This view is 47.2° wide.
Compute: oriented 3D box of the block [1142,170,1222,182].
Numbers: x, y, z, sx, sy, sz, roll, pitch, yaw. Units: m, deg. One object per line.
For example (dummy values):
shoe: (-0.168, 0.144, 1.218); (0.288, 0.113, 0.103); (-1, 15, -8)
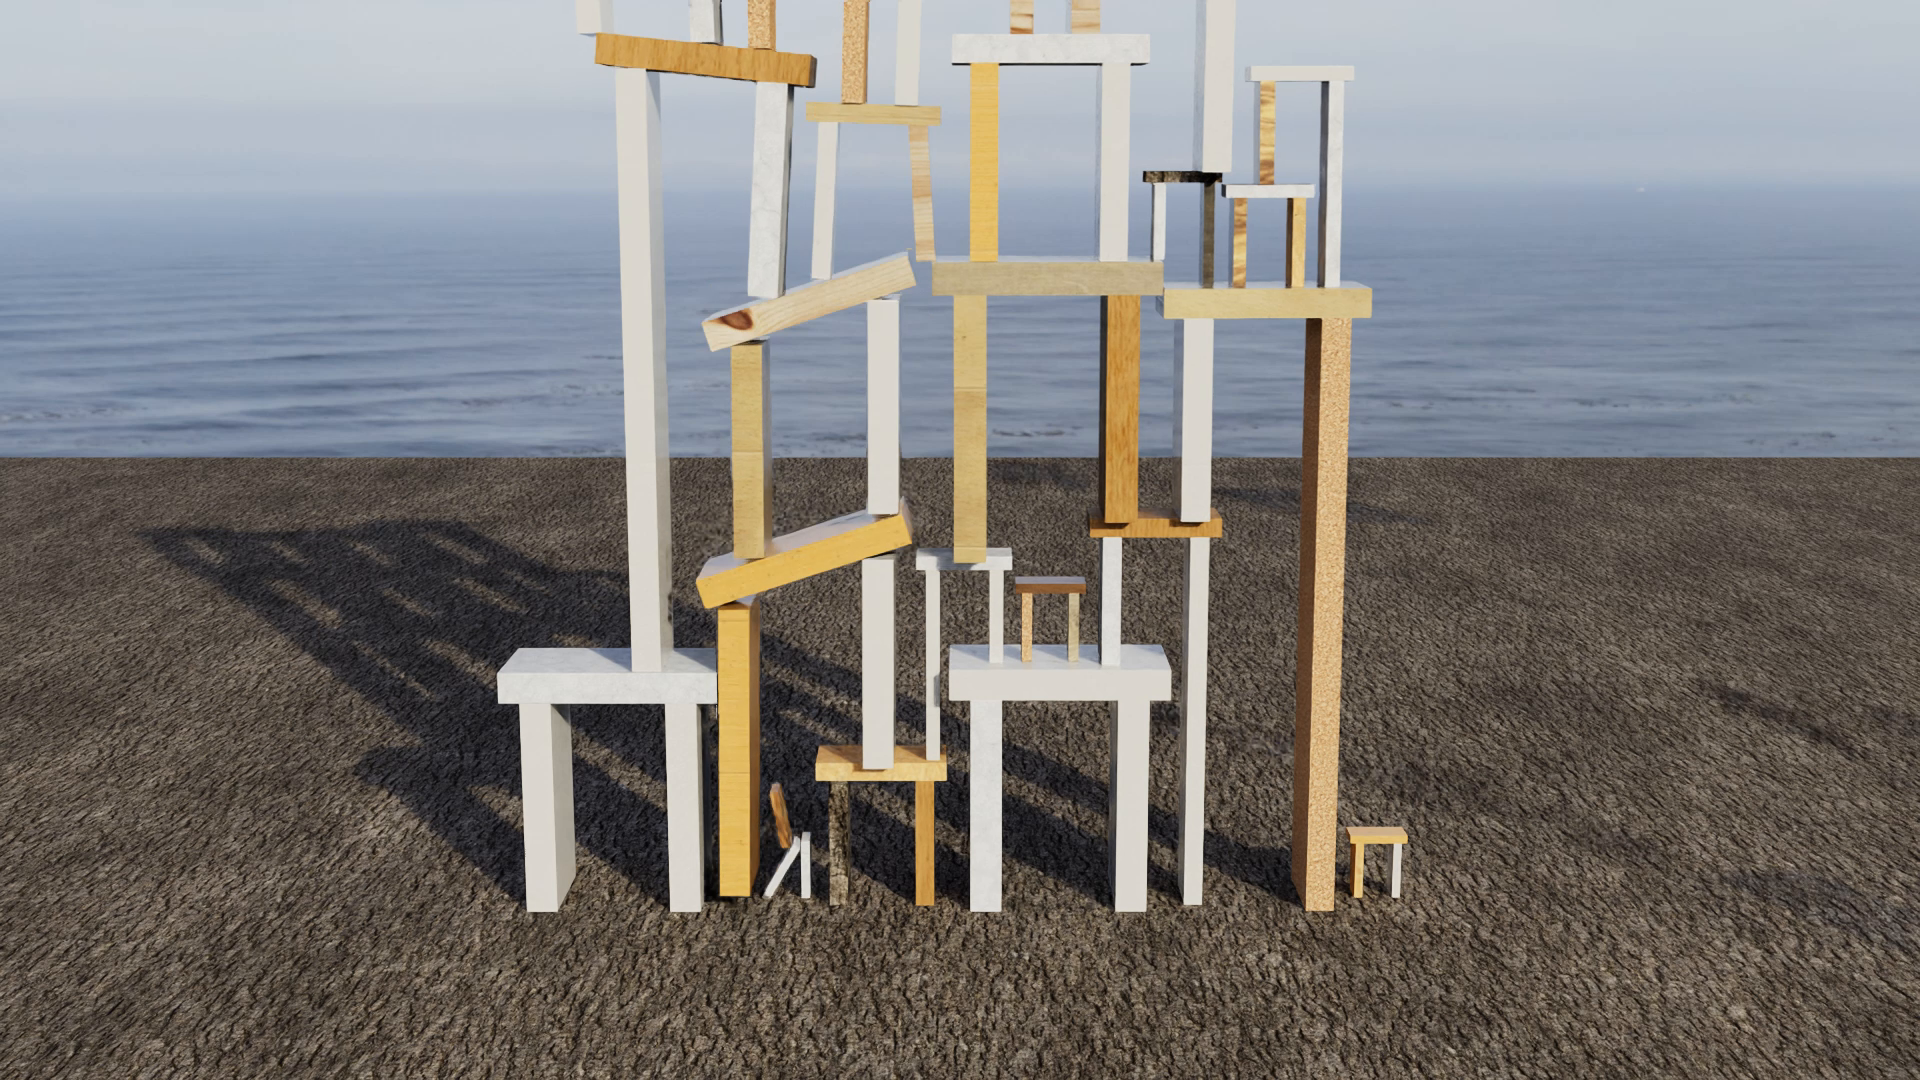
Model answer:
block: (0.350, -0.571, 3.457); (0.120, 0.017, 0.060); (0, 11, 0)

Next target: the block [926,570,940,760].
block: (-0.044, 0.197, 3.593); (0.022, 0.316, 0.077); (0, 11, 0)

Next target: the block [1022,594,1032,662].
block: (0.109, 0.136, 3.584); (0.016, 0.113, 0.057); (0, 11, 0)

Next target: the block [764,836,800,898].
block: (-0.295, 0.544, 3.664); (0.014, 0.098, 0.049); (30, 9, -5)

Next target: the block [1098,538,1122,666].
block: (0.243, 0.089, 3.575); (0.030, 0.210, 0.105); (0, 11, 0)

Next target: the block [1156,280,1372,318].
block: (0.478, -0.382, 3.487); (0.321, 0.046, 0.161); (0, 11, 0)

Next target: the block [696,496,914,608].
block: (-0.247, 0.019, 3.557); (0.344, 0.049, 0.172); (-18, 10, 3)

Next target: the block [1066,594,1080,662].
block: (0.184, 0.136, 3.583); (0.016, 0.113, 0.057); (0, 11, 0)

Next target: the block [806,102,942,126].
block: (-0.133, -0.665, 3.434); (0.207, 0.029, 0.103); (2, 10, 0)

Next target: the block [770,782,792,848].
block: (-0.296, 0.456, 3.644); (0.014, 0.098, 0.049); (-10, 12, 3)

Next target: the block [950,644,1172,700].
block: (0.160, 0.216, 3.603); (0.355, 0.050, 0.177); (0, 11, 0)

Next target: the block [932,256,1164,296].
block: (0.135, -0.420, 3.481); (0.357, 0.051, 0.179); (0, 11, 0)

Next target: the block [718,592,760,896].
block: (-0.362, 0.331, 3.619); (0.049, 0.474, 0.172); (1, 9, 0)

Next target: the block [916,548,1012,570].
block: (0.007, 0.031, 3.562); (0.154, 0.022, 0.077); (0, 11, 0)

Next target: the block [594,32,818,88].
block: (-0.391, -0.745, 3.421); (0.326, 0.046, 0.163); (6, 10, -1)

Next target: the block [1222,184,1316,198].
block: (0.483, -0.549, 3.456); (0.138, 0.020, 0.069); (0, 11, 0)

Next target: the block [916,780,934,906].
block: (-0.057, 0.486, 3.646); (0.030, 0.212, 0.106); (0, 11, 0)

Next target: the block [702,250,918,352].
block: (-0.234, -0.381, 3.486); (0.336, 0.048, 0.168); (-18, 10, 3)

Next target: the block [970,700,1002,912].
block: (0.042, 0.415, 3.640); (0.050, 0.355, 0.177); (0, 10, 0)

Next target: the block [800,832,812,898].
block: (-0.256, 0.541, 3.663); (0.014, 0.098, 0.049); (0, 11, 0)

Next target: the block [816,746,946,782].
block: (-0.128, 0.367, 3.623); (0.212, 0.030, 0.106); (0, 11, 0)

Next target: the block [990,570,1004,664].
block: (0.059, 0.117, 3.579); (0.022, 0.154, 0.077); (0, 11, 1)

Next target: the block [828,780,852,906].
block: (-0.199, 0.486, 3.646); (0.030, 0.212, 0.106); (0, 11, 0)

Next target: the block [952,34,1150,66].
block: (0.138, -0.760, 3.413); (0.301, 0.043, 0.150); (0, 11, 0)

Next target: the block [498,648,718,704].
block: (-0.564, 0.221, 3.601); (0.350, 0.050, 0.175); (0, 11, 0)

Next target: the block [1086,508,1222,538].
block: (0.312, -0.029, 3.553); (0.210, 0.030, 0.105); (0, 11, 0)

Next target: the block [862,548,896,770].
block: (-0.131, 0.184, 3.588); (0.049, 0.344, 0.172); (0, 11, 0)

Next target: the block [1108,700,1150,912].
block: (0.278, 0.415, 3.640); (0.050, 0.355, 0.177); (0, 11, 0)

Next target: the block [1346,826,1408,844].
block: (0.692, 0.491, 3.655); (0.094, 0.013, 0.047); (0, 11, 0)

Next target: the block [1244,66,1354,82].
block: (0.528, -0.726, 3.425); (0.158, 0.022, 0.079); (0, 11, 0)

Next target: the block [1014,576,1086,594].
block: (0.146, 0.073, 3.572); (0.113, 0.016, 0.057); (0, 11, 0)
